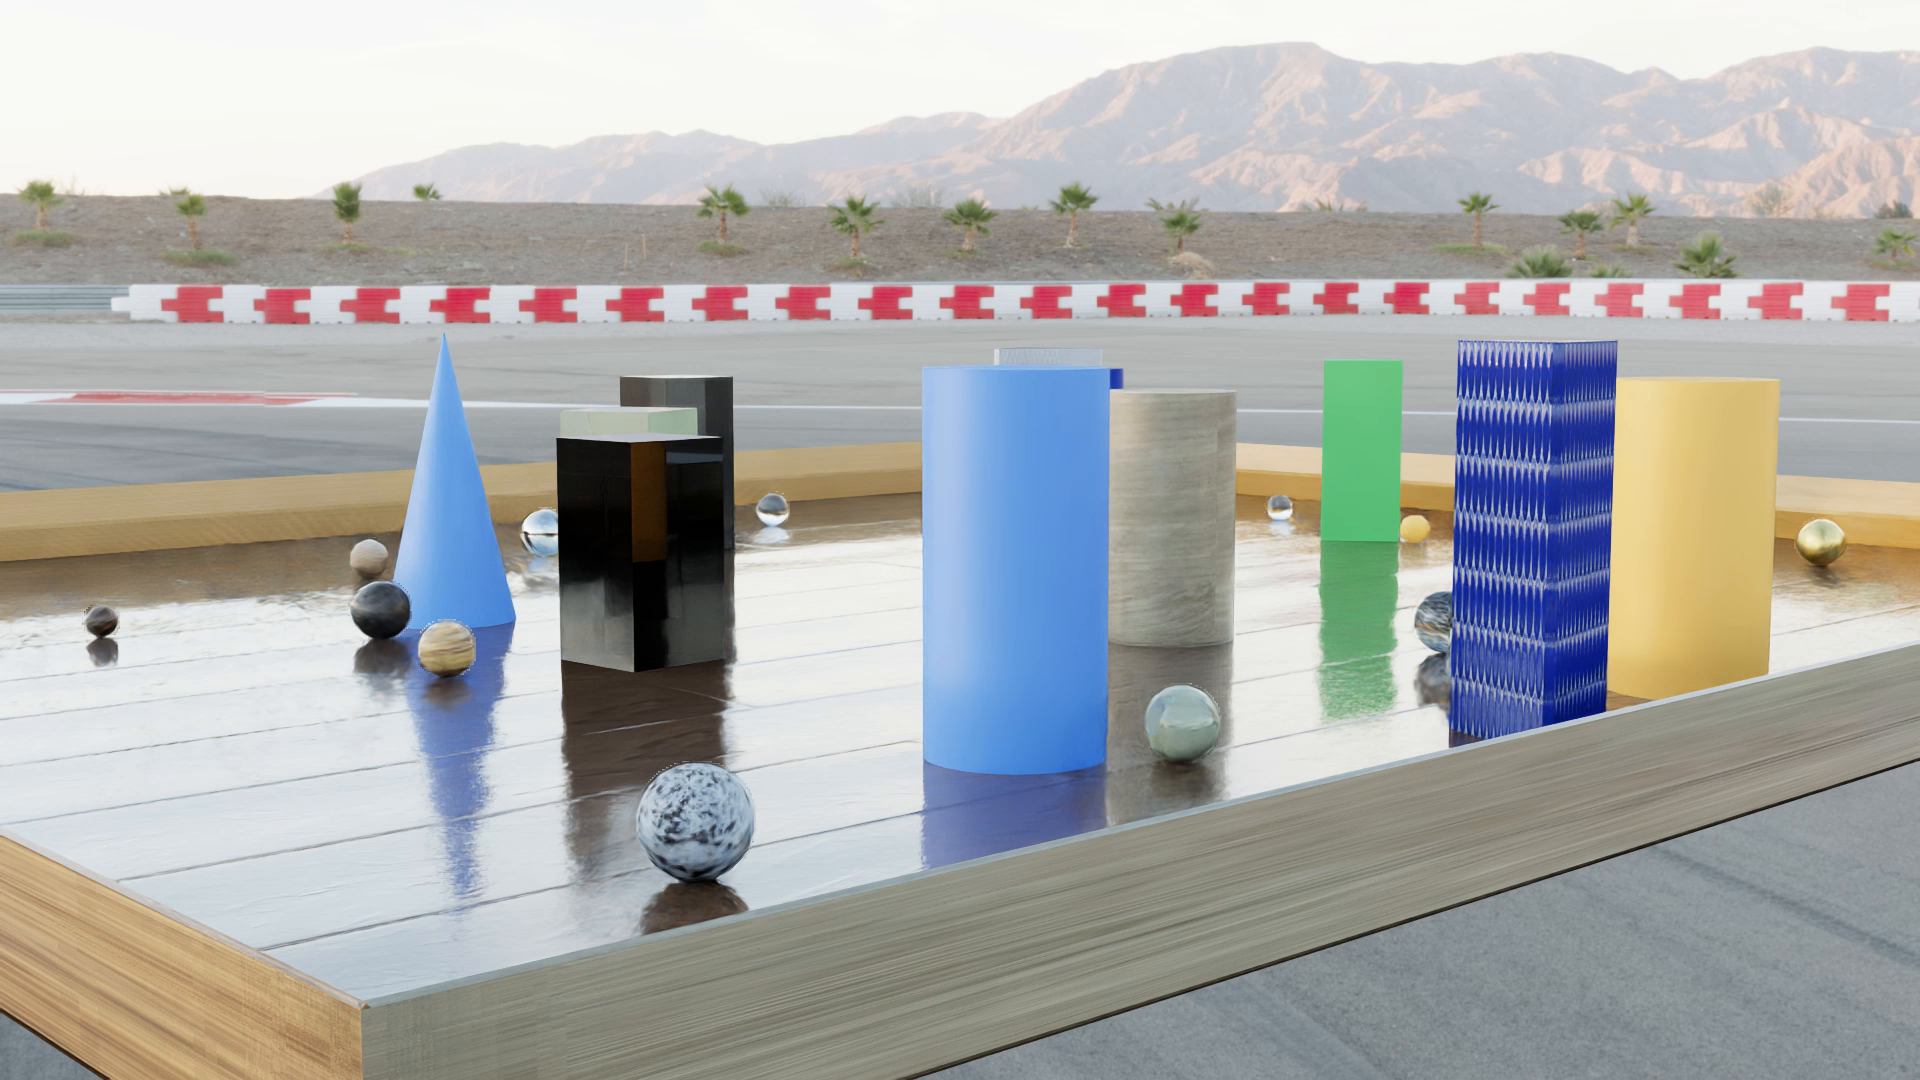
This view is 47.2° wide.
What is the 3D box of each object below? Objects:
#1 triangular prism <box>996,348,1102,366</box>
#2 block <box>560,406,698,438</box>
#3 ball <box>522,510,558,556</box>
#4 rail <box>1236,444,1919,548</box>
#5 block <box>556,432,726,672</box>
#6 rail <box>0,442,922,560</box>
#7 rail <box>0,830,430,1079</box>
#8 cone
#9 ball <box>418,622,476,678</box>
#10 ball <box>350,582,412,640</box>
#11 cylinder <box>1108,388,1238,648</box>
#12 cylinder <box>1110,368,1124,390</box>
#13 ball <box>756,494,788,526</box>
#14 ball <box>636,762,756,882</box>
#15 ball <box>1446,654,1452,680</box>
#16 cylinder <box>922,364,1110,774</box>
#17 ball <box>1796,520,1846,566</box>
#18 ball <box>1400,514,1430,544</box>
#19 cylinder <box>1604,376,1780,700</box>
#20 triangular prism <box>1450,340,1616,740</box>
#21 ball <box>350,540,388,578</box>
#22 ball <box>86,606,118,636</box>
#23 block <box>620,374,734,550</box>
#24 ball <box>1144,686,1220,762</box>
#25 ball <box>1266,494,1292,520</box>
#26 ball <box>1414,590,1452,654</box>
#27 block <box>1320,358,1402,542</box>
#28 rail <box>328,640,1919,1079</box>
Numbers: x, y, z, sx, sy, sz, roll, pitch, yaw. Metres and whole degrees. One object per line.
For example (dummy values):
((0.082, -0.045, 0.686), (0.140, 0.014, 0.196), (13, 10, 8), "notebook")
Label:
((0.111, -0.091, 3.242), (0.159, 0.383, 0.137), (-2, 6, -14), "triangular prism")
((-0.489, -0.048, 3.268), (0.147, 0.292, 0.147), (2, 7, 22), "block")
((-0.739, -0.012, 3.915), (0.083, 0.083, 0.083), (0, 6, 0), "ball")
((1.287, -0.095, 4.513), (0.045, 0.119, 3.022), (-6, 8, -42), "rail")
((-0.401, 0.011, 2.768), (0.147, 0.281, 0.147), (6, 8, 42), "block")
((-1.009, -0.085, 4.419), (3.549, 0.119, 0.045), (-6, 8, -42), "rail")
((-1.287, 0.157, 2.152), (0.045, 0.119, 3.022), (-6, 8, -42), "rail")
((-0.724, -0.090, 3.107), (0.183, 0.410, 0.183), (0, 6, 0), "cone")
((-0.617, 0.131, 2.643), (0.067, 0.067, 0.067), (0, 6, 0), "ball")
((-0.775, 0.094, 2.944), (0.078, 0.078, 0.078), (0, 6, 0), "ball")
((0.277, -0.034, 2.950), (0.183, 0.332, 0.183), (0, 6, 0), "cylinder")
((0.234, -0.181, 4.382), (0.183, 0.321, 0.183), (0, 6, 0), "cylinder")
((-0.380, -0.062, 4.468), (0.065, 0.065, 0.065), (0, 6, 0), "ball")
((-0.205, 0.219, 1.707), (0.092, 0.092, 0.092), (0, 6, 0), "ball")
((0.590, 0.148, 2.545), (0.054, 0.054, 0.054), (0, 6, 0), "ball")
((0.055, 0.023, 2.167), (0.183, 0.384, 0.183), (0, 6, 0), "cylinder")
((1.482, 0.004, 3.782), (0.079, 0.079, 0.079), (0, 6, 0), "ball")
((0.853, -0.020, 4.125), (0.055, 0.055, 0.055), (0, 6, 0), "ball")
((0.846, -0.006, 2.547), (0.183, 0.361, 0.183), (0, 6, 0), "cylinder")
((0.574, 0.000, 2.266), (0.137, 0.409, 0.159), (4, 7, 36), "triangular prism")
((-0.971, 0.031, 3.617), (0.062, 0.062, 0.062), (0, 6, 0), "ball")
((-1.157, 0.110, 2.966), (0.042, 0.042, 0.042), (0, 6, 0), "ball")
((-0.515, -0.140, 4.011), (0.147, 0.317, 0.147), (-5, 8, -41), "block")
((0.217, 0.180, 2.153), (0.075, 0.075, 0.075), (0, 6, 0), "ball")
((0.665, -0.067, 4.569), (0.054, 0.054, 0.054), (0, 6, 0), "ball")
((0.625, 0.105, 2.825), (0.081, 0.081, 0.081), (0, 6, 0), "ball")
((0.773, -0.176, 4.235), (0.147, 0.341, 0.147), (1, 6, 10), "block")
((1.009, 0.147, 2.245), (3.549, 0.119, 0.045), (-6, 8, -42), "rail")
